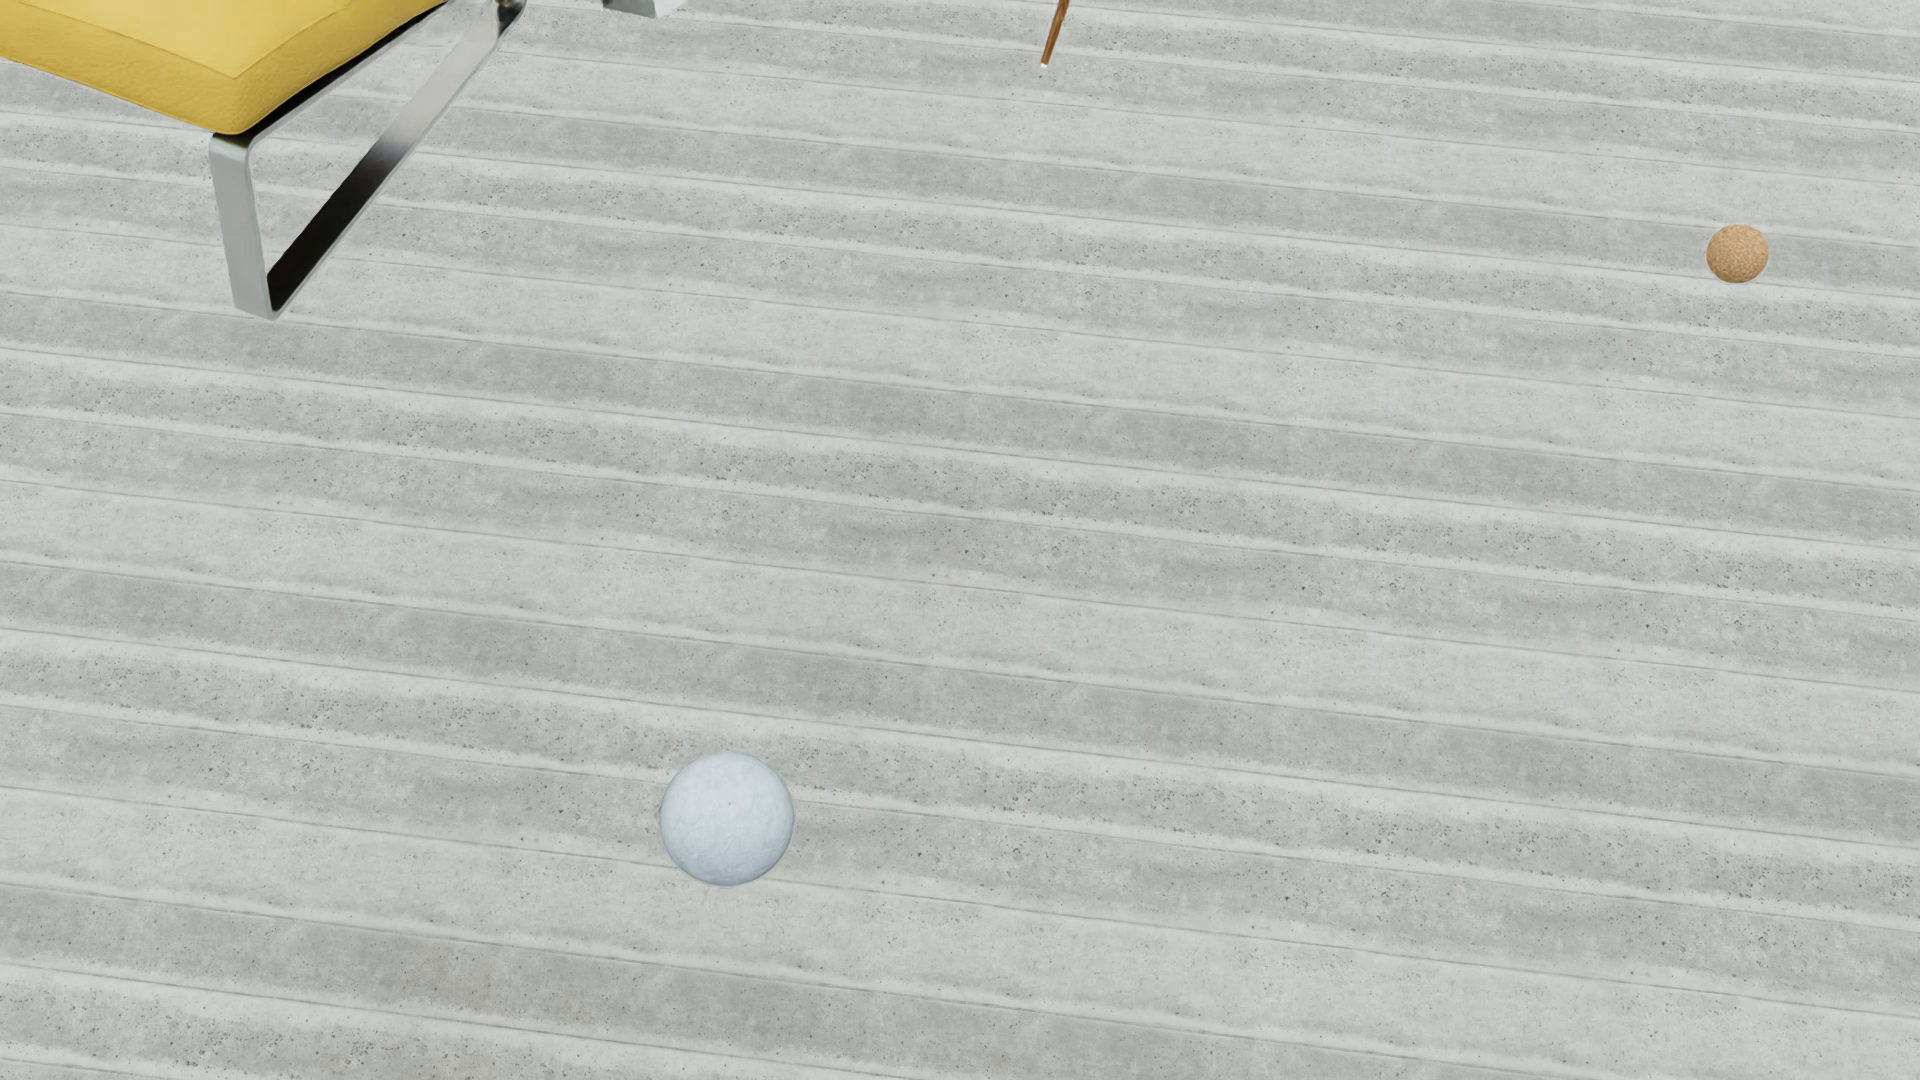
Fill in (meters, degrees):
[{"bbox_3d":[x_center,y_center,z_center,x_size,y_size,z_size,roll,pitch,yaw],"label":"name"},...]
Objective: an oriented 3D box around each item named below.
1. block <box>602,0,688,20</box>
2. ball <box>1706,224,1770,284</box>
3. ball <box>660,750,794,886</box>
[{"bbox_3d":[-0.709,-1.289,4.969,0.158,0.149,0.155,18,42,27],"label":"block"},{"bbox_3d":[1.682,-0.620,4.757,0.128,0.128,0.128,0,56,0],"label":"ball"},{"bbox_3d":[-0.405,0.484,3.826,0.234,0.234,0.234,0,56,0],"label":"ball"}]
